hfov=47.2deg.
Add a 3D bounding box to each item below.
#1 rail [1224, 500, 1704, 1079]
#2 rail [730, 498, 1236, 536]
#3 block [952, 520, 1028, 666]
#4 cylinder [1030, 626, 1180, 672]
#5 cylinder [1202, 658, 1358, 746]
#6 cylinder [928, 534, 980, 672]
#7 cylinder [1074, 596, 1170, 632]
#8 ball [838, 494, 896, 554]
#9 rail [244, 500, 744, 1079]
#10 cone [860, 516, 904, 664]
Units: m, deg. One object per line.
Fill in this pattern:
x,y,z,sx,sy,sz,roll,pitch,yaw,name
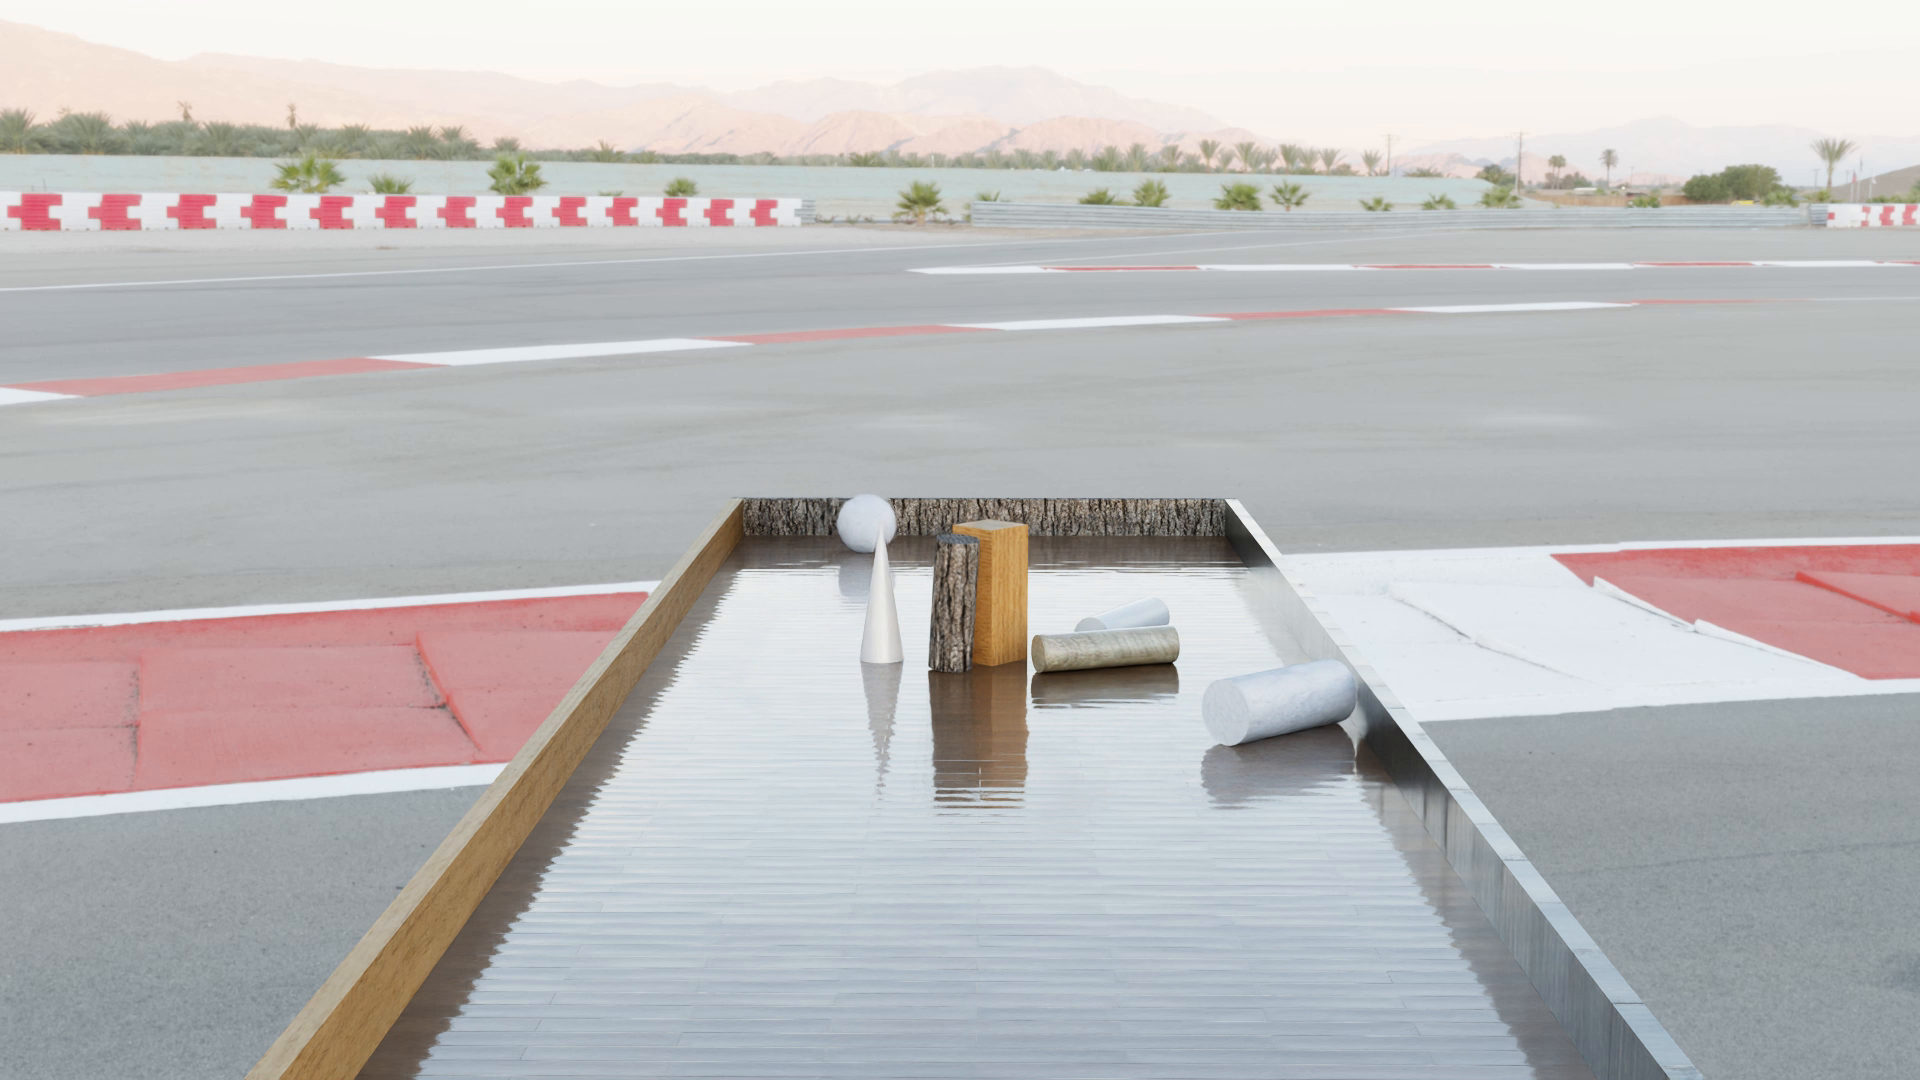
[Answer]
1.046,0.843,3.208,0.050,0.150,12.000,0,9,1,rail
0.099,-0.098,9.147,2.100,0.150,0.050,0,9,1,rail
0.092,0.158,6.692,0.161,0.413,0.161,8,12,43,block
0.437,0.326,6.591,0.437,0.113,0.113,-3,10,-19,cylinder
0.842,0.424,5.784,0.408,0.172,0.172,-7,11,-38,cylinder
-0.018,0.188,6.543,0.132,0.392,0.132,3,13,-1,cylinder
0.510,0.271,6.897,0.126,0.126,0.415,5,10,31,cylinder
-0.367,-0.065,8.672,0.234,0.234,0.234,0,9,0,ball
-1.004,0.839,3.234,0.050,0.150,12.000,0,9,1,rail
-0.239,0.144,6.690,0.139,0.442,0.139,0,9,0,cone
